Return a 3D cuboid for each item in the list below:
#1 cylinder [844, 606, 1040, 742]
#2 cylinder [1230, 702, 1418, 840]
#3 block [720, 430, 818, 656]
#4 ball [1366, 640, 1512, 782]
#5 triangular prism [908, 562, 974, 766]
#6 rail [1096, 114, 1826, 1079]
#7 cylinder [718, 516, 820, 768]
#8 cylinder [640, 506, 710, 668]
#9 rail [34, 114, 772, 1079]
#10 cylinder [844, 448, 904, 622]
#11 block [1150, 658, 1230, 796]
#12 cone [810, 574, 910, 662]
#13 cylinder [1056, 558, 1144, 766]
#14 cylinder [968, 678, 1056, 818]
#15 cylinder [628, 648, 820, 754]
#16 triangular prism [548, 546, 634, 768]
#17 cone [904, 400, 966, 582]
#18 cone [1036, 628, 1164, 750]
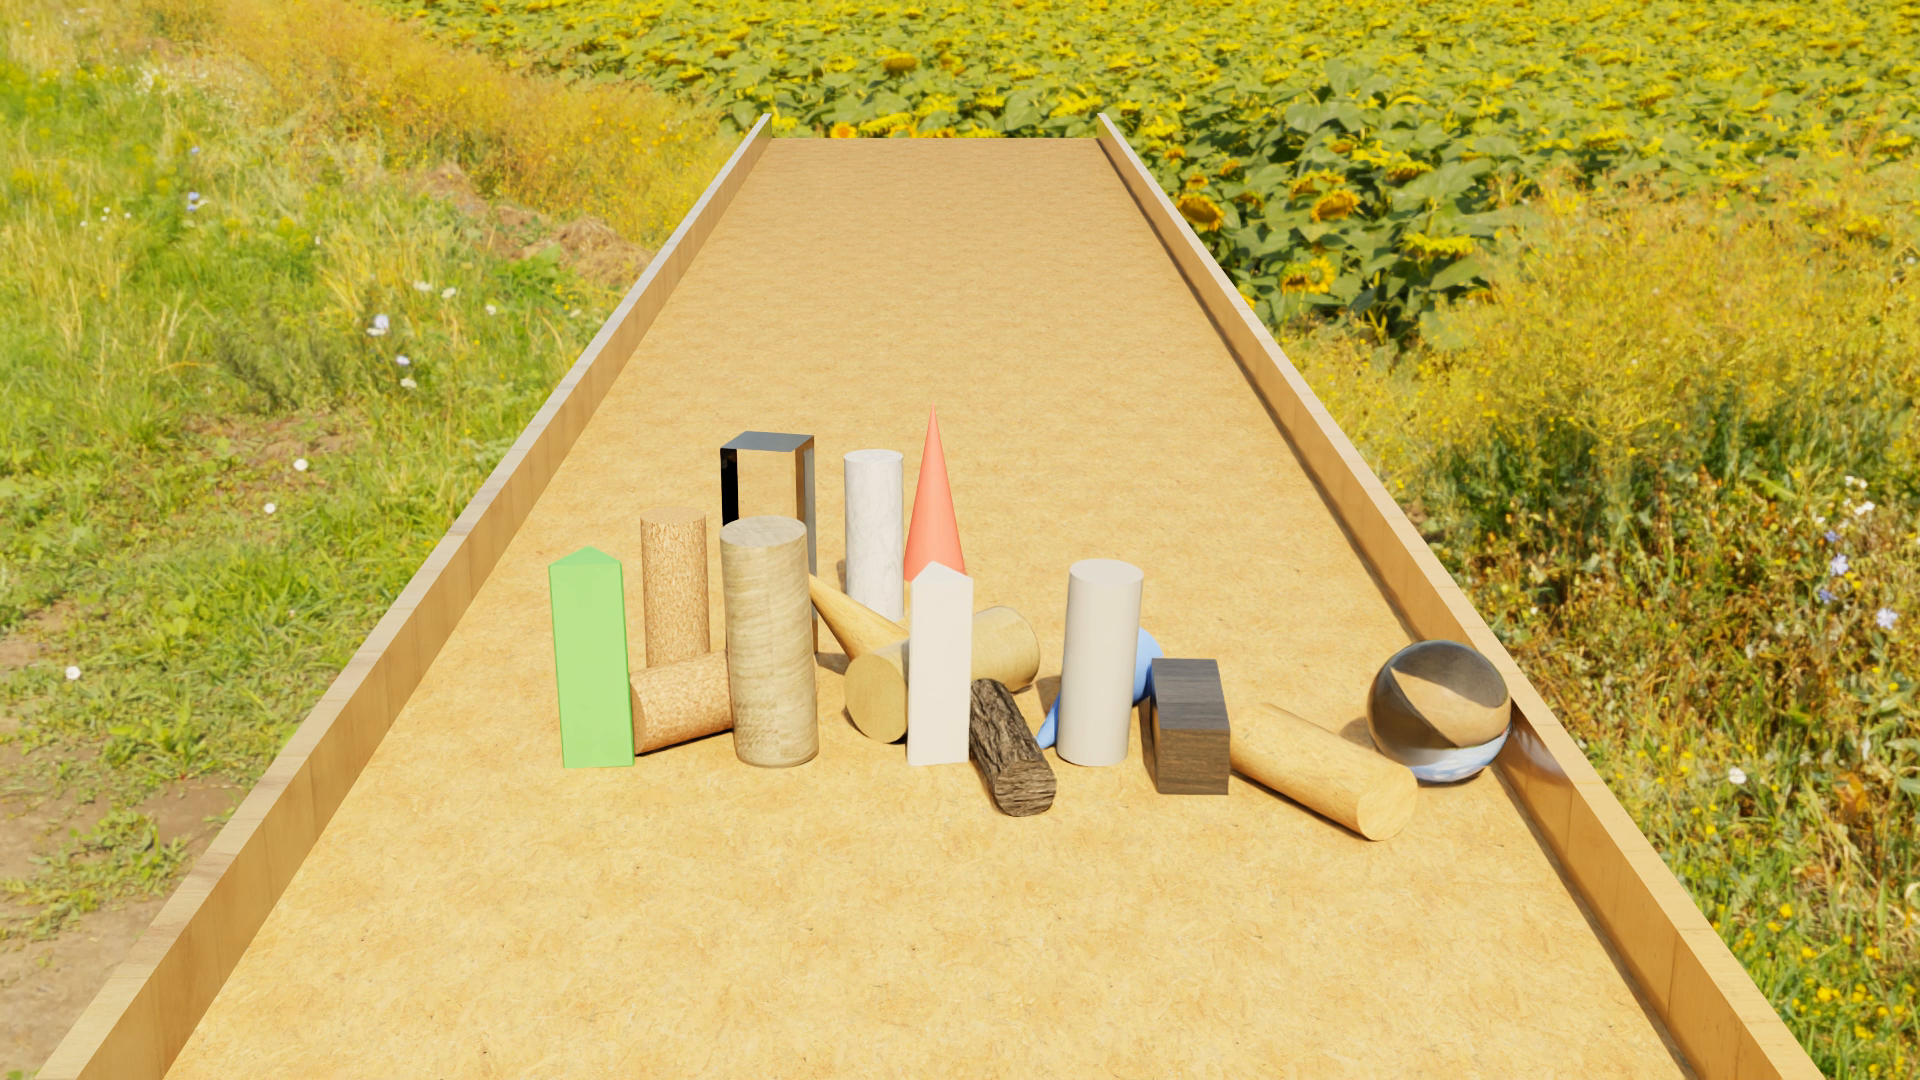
[{"bbox_3d":[-0.030,0.247,4.104,0.167,0.167,0.365,14,22,39],"label":"cylinder"},{"bbox_3d":[0.605,0.385,3.699,0.131,0.131,0.333,-10,19,-30],"label":"cylinder"},{"bbox_3d":[-0.375,0.025,4.350,0.143,0.452,0.143,4,17,14],"label":"block"},{"bbox_3d":[0.827,0.295,3.800,0.247,0.247,0.247,0,17,0],"label":"ball"},{"bbox_3d":[-0.043,0.217,3.869,0.108,0.350,0.093,-3,22,-11],"label":"triangular prism"},{"bbox_3d":[0.932,-0.844,7.801,0.050,0.150,12.000,0,17,-1],"label":"rail"},{"bbox_3d":[-0.333,0.180,3.863,0.150,0.420,0.150,-2,22,1],"label":"cylinder"},{"bbox_3d":[-0.529,0.136,4.105,0.120,0.379,0.120,0,17,0],"label":"cylinder"},{"bbox_3d":[-1.118,-0.838,7.780,0.050,0.150,12.000,0,17,-1],"label":"rail"},{"bbox_3d":[-0.180,-0.007,4.633,0.123,0.351,0.123,0,17,0],"label":"cylinder"},{"bbox_3d":[0.406,0.328,3.914,0.120,0.120,0.358,1,17,2],"label":"block"},{"bbox_3d":[-0.235,0.133,4.195,0.134,0.330,0.134,-30,33,23],"label":"cone"},{"bbox_3d":[0.245,0.217,3.879,0.130,0.344,0.130,3,20,-1],"label":"cylinder"},{"bbox_3d":[0.077,0.357,3.843,0.104,0.104,0.394,-3,17,-9],"label":"cylinder"},{"bbox_3d":[-0.452,0.279,4.035,0.374,0.144,0.144,-13,21,-37],"label":"cylinder"},{"bbox_3d":[-0.645,0.205,3.874,0.124,0.375,0.107,-2,17,-5],"label":"triangular prism"},{"bbox_3d":[-0.059,-0.115,4.900,0.148,0.407,0.148,0,17,0],"label":"cone"},{"bbox_3d":[0.216,0.307,4.046,0.172,0.172,0.371,11,33,33],"label":"cone"}]
